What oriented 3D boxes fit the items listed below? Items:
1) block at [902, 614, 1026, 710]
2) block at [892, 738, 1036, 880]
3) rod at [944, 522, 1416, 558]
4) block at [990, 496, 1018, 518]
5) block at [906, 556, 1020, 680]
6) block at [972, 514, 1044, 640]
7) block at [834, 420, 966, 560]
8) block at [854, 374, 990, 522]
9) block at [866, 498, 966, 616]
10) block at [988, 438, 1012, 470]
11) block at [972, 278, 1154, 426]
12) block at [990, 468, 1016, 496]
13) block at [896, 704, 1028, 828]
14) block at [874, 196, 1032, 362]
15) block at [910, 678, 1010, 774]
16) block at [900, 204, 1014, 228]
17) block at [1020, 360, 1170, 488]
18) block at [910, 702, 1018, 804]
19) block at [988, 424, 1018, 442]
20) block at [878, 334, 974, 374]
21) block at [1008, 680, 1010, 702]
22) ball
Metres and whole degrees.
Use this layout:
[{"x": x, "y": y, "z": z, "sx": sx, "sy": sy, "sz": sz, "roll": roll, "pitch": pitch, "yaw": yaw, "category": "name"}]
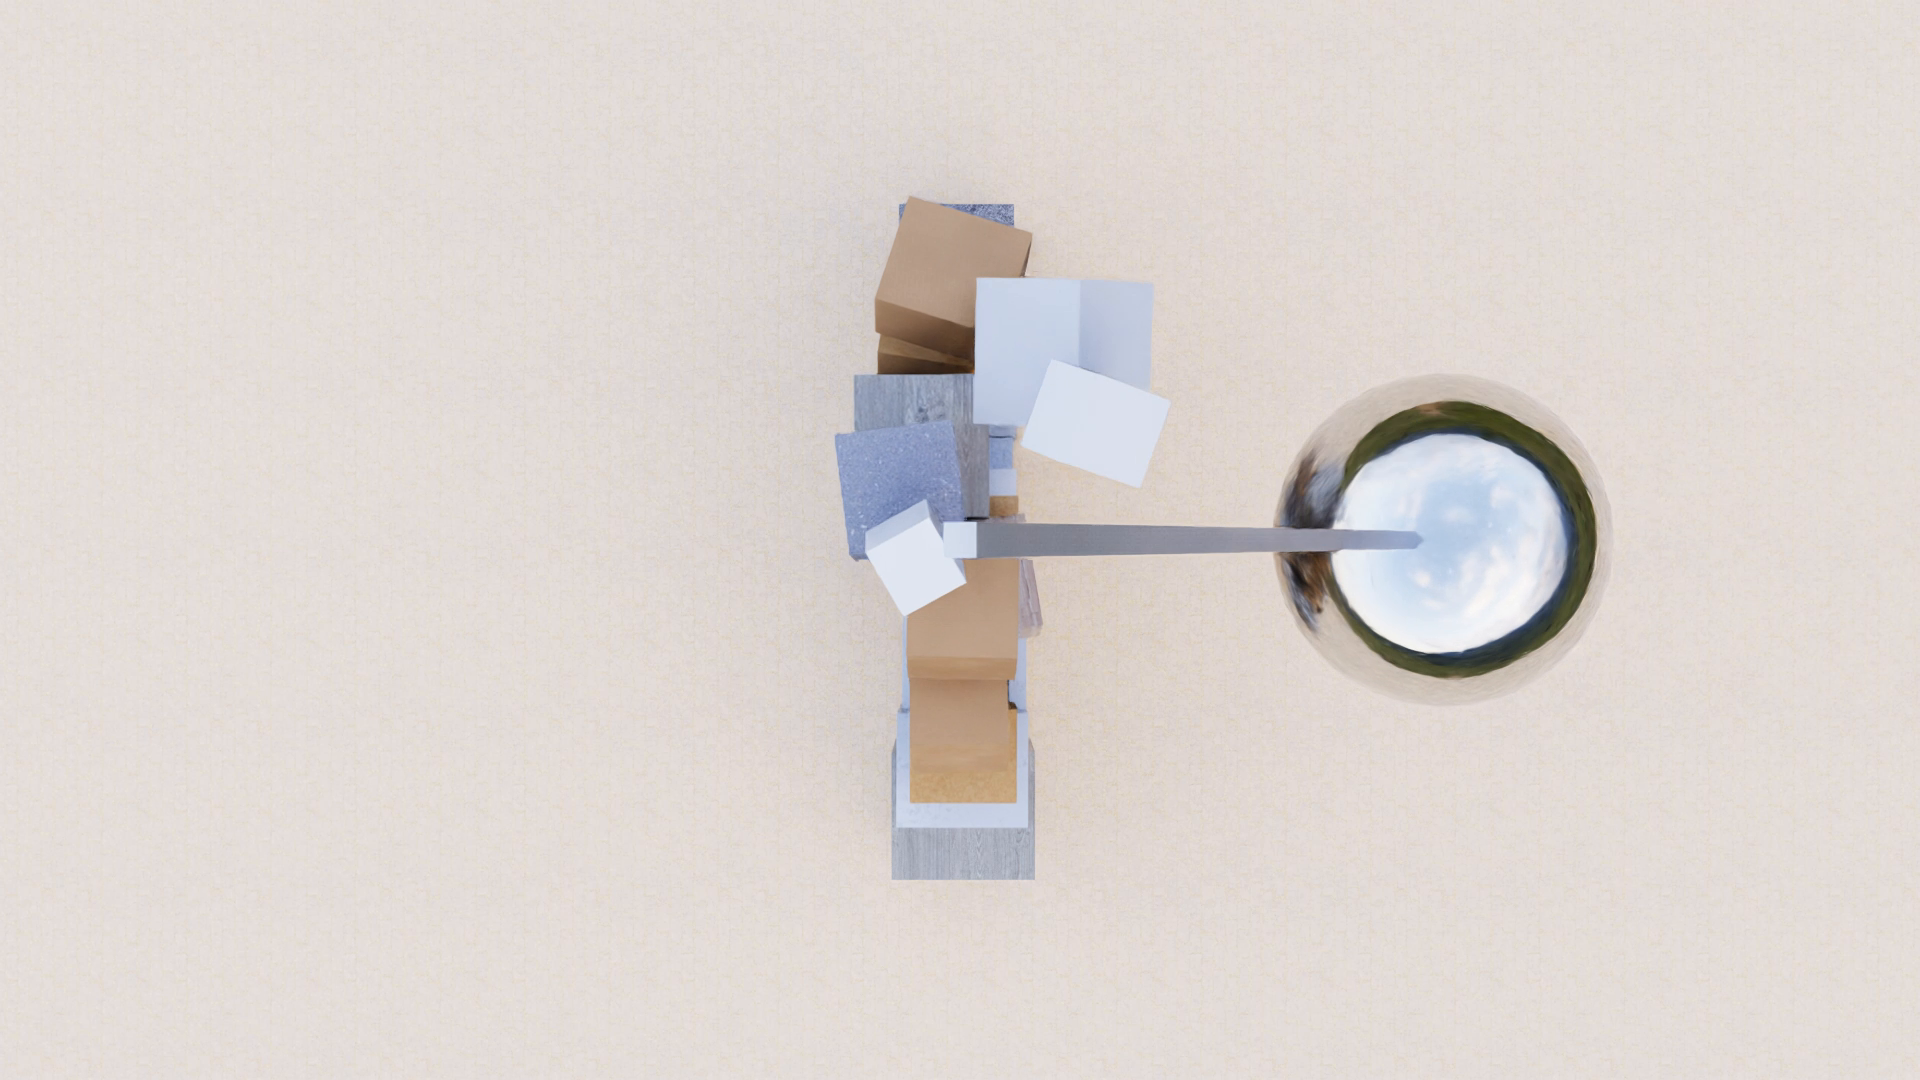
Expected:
[{"x": 0.024, "y": 0.538, "z": 12.087, "sx": 0.665, "sy": 0.595, "sz": 0.735, "roll": 0, "pitch": 90, "yaw": 0, "category": "block"}, {"x": 0.018, "y": 1.529, "z": 12.589, "sx": 0.795, "sy": 0.821, "sz": 0.707, "roll": 0, "pitch": 90, "yaw": 0, "category": "block"}, {"x": 0.994, "y": 0.000, "z": 7.363, "sx": 0.080, "sy": 5.200, "sz": 0.080, "roll": 0, "pitch": 90, "yaw": 22, "category": "rod"}, {"x": 0.018, "y": 0.092, "z": 11.516, "sx": 0.572, "sy": 0.563, "sz": 0.554, "roll": -1, "pitch": 82, "yaw": 0, "category": "block"}, {"x": 0.013, "y": 0.363, "z": 10.385, "sx": 0.513, "sy": 0.469, "sz": 0.500, "roll": 1, "pitch": 74, "yaw": 0, "category": "block"}, {"x": 0.092, "y": 0.220, "z": 10.943, "sx": 0.541, "sy": 0.532, "sz": 0.557, "roll": -9, "pitch": 82, "yaw": -1, "category": "block"}, {"x": -0.270, "y": -0.226, "z": 10.323, "sx": 0.546, "sy": 0.558, "sz": 0.553, "roll": -8, "pitch": 87, "yaw": 0, "category": "block"}, {"x": -0.183, "y": -0.440, "z": 10.943, "sx": 0.652, "sy": 0.658, "sz": 0.690, "roll": 0, "pitch": 87, "yaw": 1, "category": "block"}, {"x": -0.200, "y": 0.075, "z": 9.870, "sx": 0.320, "sy": 0.328, "sz": 0.342, "roll": -29, "pitch": 105, "yaw": 6, "category": "block"}, {"x": -0.007, "y": -0.287, "z": 12.702, "sx": 0.608, "sy": 0.596, "sz": 0.580, "roll": 0, "pitch": 90, "yaw": 0, "category": "block"}, {"x": 0.497, "y": -0.899, "z": 10.563, "sx": 0.584, "sy": 0.653, "sz": 0.691, "roll": 5, "pitch": 97, "yaw": 35, "category": "block"}, {"x": 0.011, "y": -0.112, "z": 12.131, "sx": 0.586, "sy": 0.518, "sz": 0.519, "roll": 0, "pitch": 87, "yaw": 0, "category": "block"}, {"x": 0.013, "y": 1.209, "z": 11.843, "sx": 0.687, "sy": 0.672, "sz": 0.597, "roll": 0, "pitch": 89, "yaw": 0, "category": "block"}, {"x": -0.037, "y": -1.281, "z": 10.994, "sx": 0.638, "sy": 0.538, "sz": 0.556, "roll": 17, "pitch": 77, "yaw": 2, "category": "block"}, {"x": -0.007, "y": 0.816, "z": 10.740, "sx": 0.469, "sy": 0.474, "sz": 0.521, "roll": -1, "pitch": 68, "yaw": 0, "category": "block"}, {"x": -0.019, "y": -1.563, "z": 12.664, "sx": 0.646, "sy": 0.672, "sz": 0.639, "roll": 0, "pitch": 90, "yaw": 0, "category": "block"}, {"x": 0.613, "y": -0.528, "z": 9.973, "sx": 0.433, "sy": 0.383, "sz": 0.420, "roll": 17, "pitch": 95, "yaw": -34, "category": "block"}, {"x": 0.016, "y": 1.082, "z": 11.245, "sx": 0.538, "sy": 0.526, "sz": 0.469, "roll": 0, "pitch": 89, "yaw": 0, "category": "block"}, {"x": -0.001, "y": -0.908, "z": 12.687, "sx": 0.655, "sy": 0.625, "sz": 0.647, "roll": 0, "pitch": 90, "yaw": 0, "category": "block"}, {"x": -0.120, "y": -1.142, "z": 11.509, "sx": 0.534, "sy": 0.534, "sz": 0.594, "roll": 9, "pitch": 77, "yaw": 0, "category": "block"}, {"x": 0.010, "y": 0.625, "z": 11.550, "sx": 0.487, "sy": 0.479, "sz": 0.430, "roll": -1, "pitch": 90, "yaw": 0, "category": "block"}, {"x": 2.295, "y": 0.000, "z": 10.504, "sx": 1.600, "sy": 1.600, "sz": 1.600, "roll": 0, "pitch": 90, "yaw": 0, "category": "ball"}]
